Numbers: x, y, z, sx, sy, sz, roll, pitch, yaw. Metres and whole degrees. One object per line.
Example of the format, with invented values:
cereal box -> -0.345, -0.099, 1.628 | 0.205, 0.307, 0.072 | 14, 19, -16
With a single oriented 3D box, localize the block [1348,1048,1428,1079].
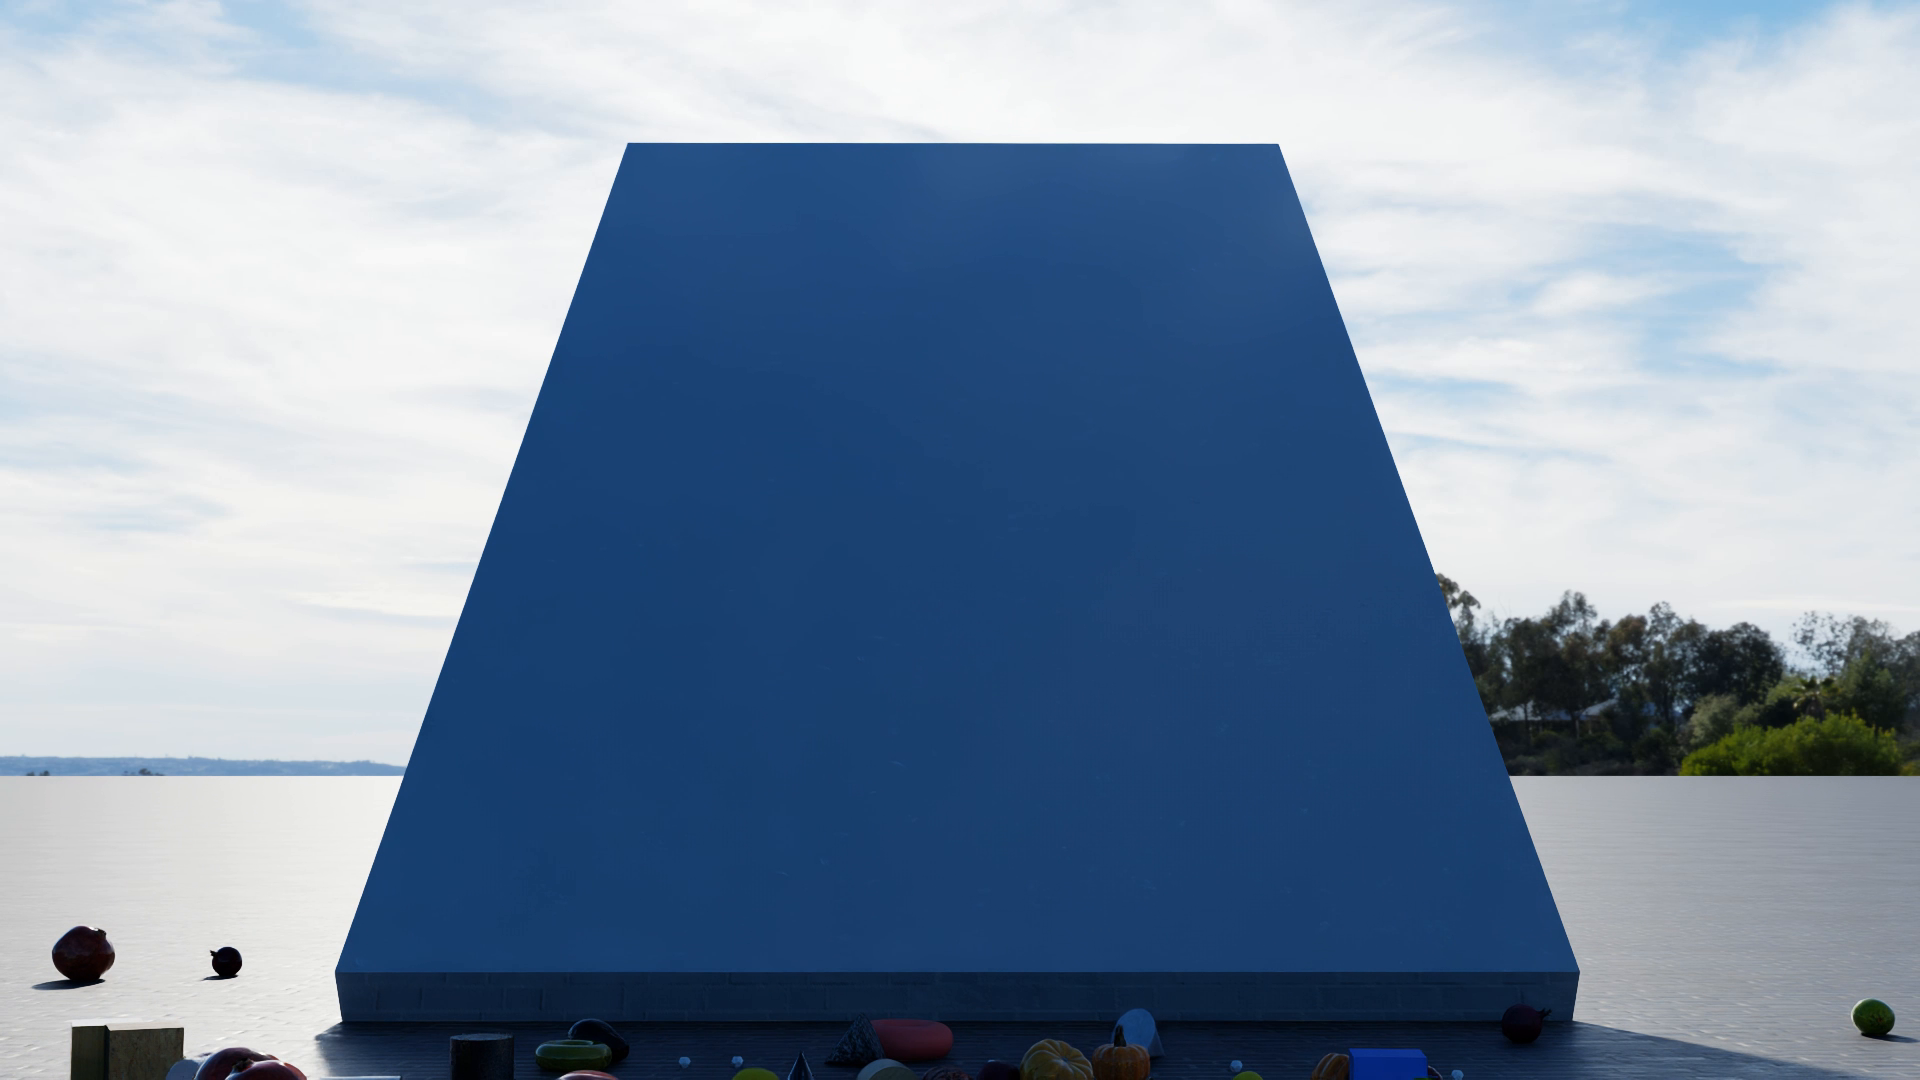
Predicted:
block -> 0.491, 0.630, 2.747 | 0.082, 0.082, 0.082 | -1, -6, 5

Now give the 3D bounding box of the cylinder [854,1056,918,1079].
cylinder -> -0.080, 0.632, 2.727 | 0.074, 0.074, 0.074 | 1, 0, -12

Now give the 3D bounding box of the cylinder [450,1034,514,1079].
cylinder -> -0.590, 0.652, 2.955 | 0.077, 0.077, 0.077 | 0, -5, 0

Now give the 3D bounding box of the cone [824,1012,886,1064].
cone -> -0.155, 0.709, 3.319 | 0.079, 0.079, 0.079 | -27, -8, 4

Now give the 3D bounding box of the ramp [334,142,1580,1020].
ramp -> -0.012, -0.219, 5.624 | 2.000, 0.100, 4.000 | 0, 29, 0

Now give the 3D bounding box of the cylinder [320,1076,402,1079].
cylinder -> -0.634, 0.609, 2.531 | 0.083, 0.083, 0.083 | 1, -6, -8

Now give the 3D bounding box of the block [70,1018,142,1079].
block -> -1.092, 0.659, 3.060 | 0.085, 0.085, 0.085 | 2, -6, -21

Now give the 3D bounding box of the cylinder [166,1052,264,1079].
cylinder -> -0.857, 0.633, 2.754 | 0.079, 0.079, 0.079 | -3, -6, 31

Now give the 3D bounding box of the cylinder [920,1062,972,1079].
cylinder -> -0.011, 0.636, 2.731 | 0.066, 0.066, 0.066 | 1, 3, -14

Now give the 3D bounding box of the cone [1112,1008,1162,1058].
cone -> 0.268, 0.716, 3.391 | 0.078, 0.078, 0.078 | -4, -40, 39

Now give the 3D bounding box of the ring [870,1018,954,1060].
ring -> -0.080, 0.712, 3.414 | 0.143, 0.048, 0.143 | 1, -5, 0

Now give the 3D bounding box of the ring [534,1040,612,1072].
ring -> -0.528, 0.704, 3.271 | 0.106, 0.035, 0.106 | 1, -6, 0

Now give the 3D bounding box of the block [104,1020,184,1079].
block -> -1.022, 0.651, 2.996 | 0.087, 0.087, 0.087 | 2, -6, -23

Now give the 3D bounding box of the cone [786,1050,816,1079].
cone -> -0.197, 0.662, 2.961 | 0.060, 0.060, 0.060 | 0, -5, 0
